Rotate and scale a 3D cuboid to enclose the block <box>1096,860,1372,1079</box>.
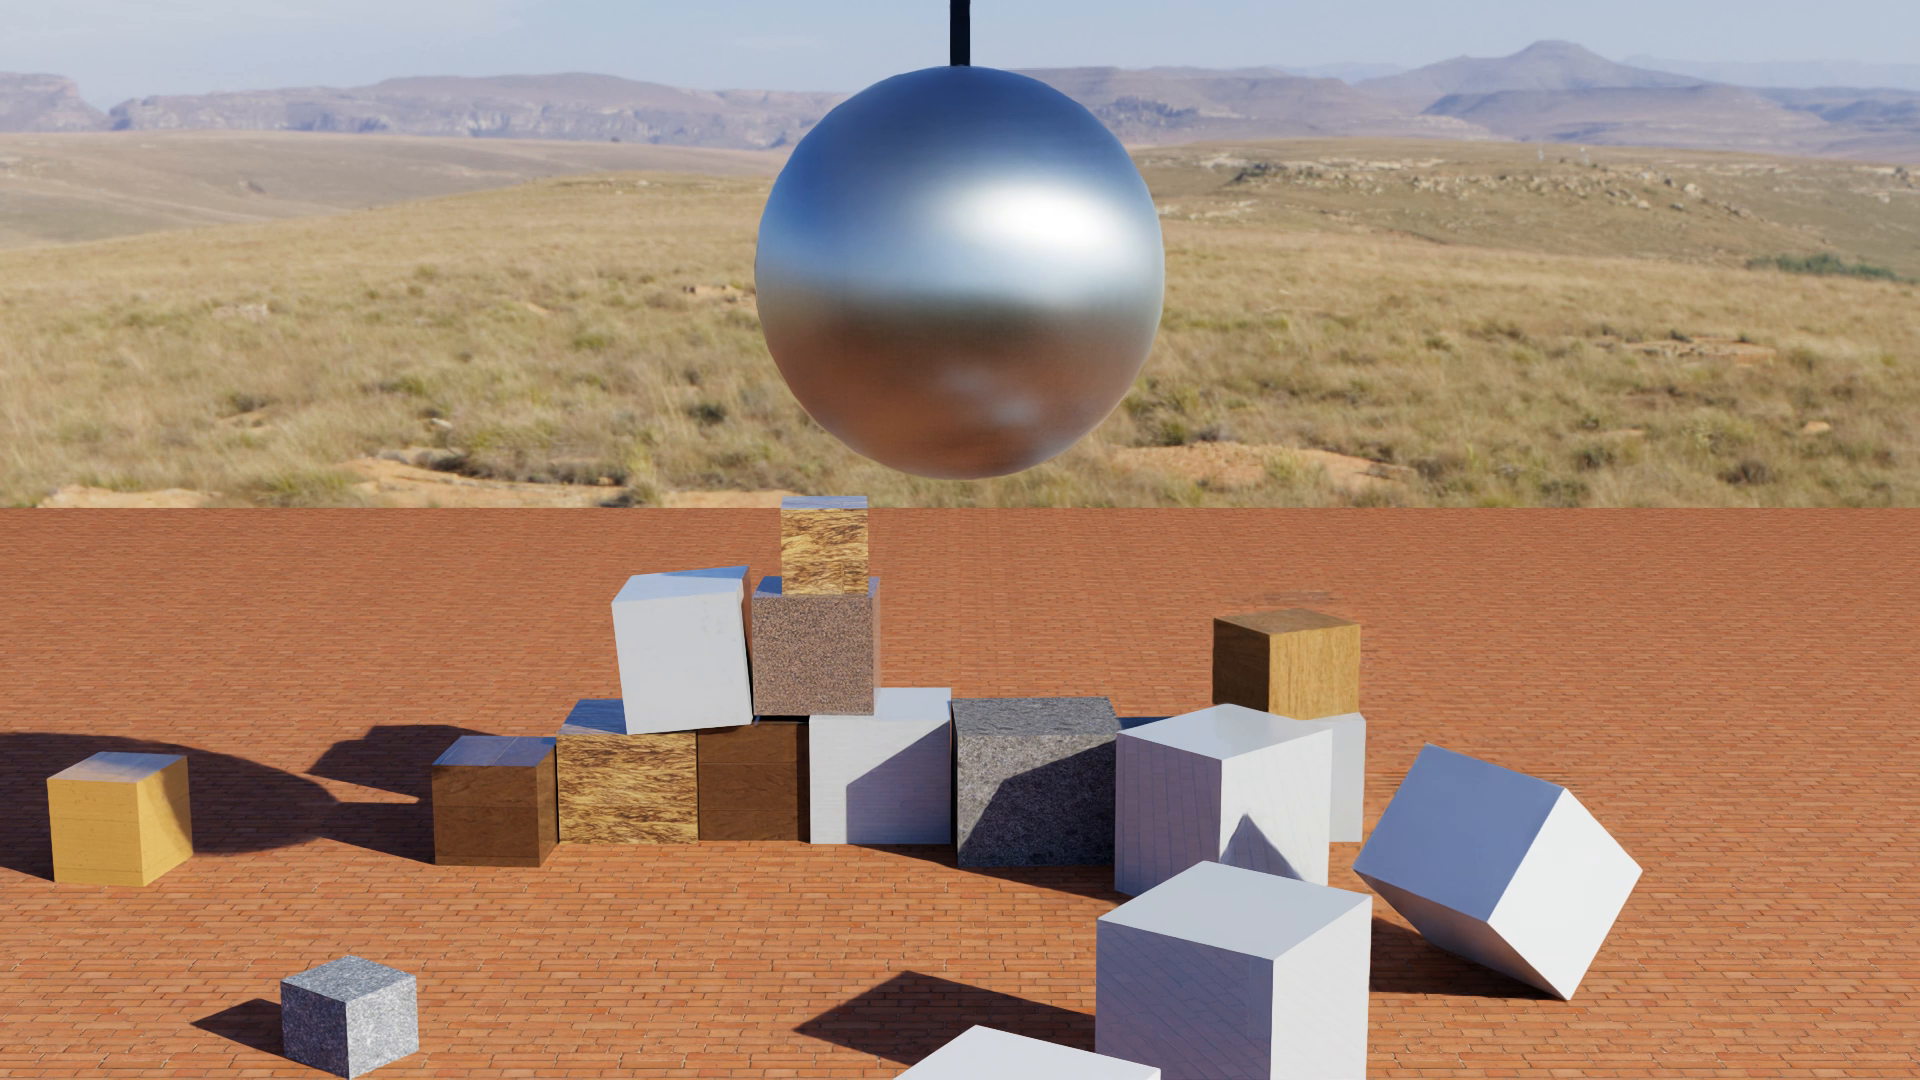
[{"bbox_3d":[1.009,1.707,8.090,0.707,0.747,0.795,7,13,34],"label":"block"}]

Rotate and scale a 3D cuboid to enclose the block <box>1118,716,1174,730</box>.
[{"bbox_3d":[1.088,1.236,11.391,0.570,0.493,0.634,0,10,-2],"label":"block"}]

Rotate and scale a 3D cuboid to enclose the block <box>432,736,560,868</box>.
[{"bbox_3d":[-2.298,1.300,10.986,0.518,0.512,0.534,1,10,3],"label":"block"}]

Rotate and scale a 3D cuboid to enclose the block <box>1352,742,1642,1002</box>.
[{"bbox_3d":[2.260,1.388,9.269,0.696,0.642,0.757,42,-15,-33],"label":"block"}]

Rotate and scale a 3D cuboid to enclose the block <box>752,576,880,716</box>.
[{"bbox_3d":[-0.730,0.538,11.297,0.608,0.607,0.534,0,10,2],"label":"block"}]

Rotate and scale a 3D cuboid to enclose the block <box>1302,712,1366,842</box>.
[{"bbox_3d":[1.707,1.165,11.406,0.653,0.628,0.641,0,10,-1],"label":"block"}]

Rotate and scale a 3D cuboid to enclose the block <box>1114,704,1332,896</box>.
[{"bbox_3d":[1.244,1.274,10.397,0.796,0.774,0.646,-9,14,-42],"label":"block"}]

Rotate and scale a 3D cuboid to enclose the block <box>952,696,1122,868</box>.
[{"bbox_3d":[0.378,1.207,11.079,0.814,0.662,0.736,0,10,-3],"label":"block"}]

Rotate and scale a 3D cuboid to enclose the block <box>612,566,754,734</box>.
[{"bbox_3d":[-1.387,0.553,11.274,0.620,0.678,0.690,-5,10,1],"label":"block"}]

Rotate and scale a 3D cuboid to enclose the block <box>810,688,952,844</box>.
[{"bbox_3d":[-0.401,1.159,11.383,0.707,0.647,0.653,0,10,0],"label":"block"}]

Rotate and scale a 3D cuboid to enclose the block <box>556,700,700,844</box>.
[{"bbox_3d":[-1.676,1.192,11.408,0.696,0.573,0.710,0,10,0],"label":"block"}]

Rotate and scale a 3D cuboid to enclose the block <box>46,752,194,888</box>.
[{"bbox_3d":[-4.077,1.351,10.696,0.457,0.514,0.480,2,10,9],"label":"block"}]

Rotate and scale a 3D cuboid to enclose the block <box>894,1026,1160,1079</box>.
[{"bbox_3d":[0.169,1.982,6.700,0.659,0.702,0.629,6,12,31],"label":"block"}]

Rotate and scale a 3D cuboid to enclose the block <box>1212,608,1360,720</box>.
[{"bbox_3d":[1.670,0.640,11.276,0.556,0.460,0.495,-5,10,-27],"label":"block"}]

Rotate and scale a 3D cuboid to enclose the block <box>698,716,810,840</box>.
[{"bbox_3d":[-1.040,1.178,11.397,0.563,0.604,0.583,0,10,0],"label":"block"}]

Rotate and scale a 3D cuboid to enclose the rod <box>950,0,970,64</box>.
[{"bbox_3d":[0.000,-4.343,9.337,0.080,5.200,0.080,0,-13,0],"label":"rod"}]

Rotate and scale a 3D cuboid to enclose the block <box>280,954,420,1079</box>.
[{"bbox_3d":[-2.370,1.847,8.542,0.386,0.309,0.339,7,13,35],"label":"block"}]

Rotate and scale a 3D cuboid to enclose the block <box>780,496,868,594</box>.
[{"bbox_3d":[-0.688,0.022,11.225,0.434,0.434,0.396,-1,10,-3],"label":"block"}]

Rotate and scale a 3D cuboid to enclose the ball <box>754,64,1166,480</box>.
[{"bbox_3d":[0.000,-1.033,8.561,1.600,1.600,1.600,0,10,0],"label":"ball"}]
